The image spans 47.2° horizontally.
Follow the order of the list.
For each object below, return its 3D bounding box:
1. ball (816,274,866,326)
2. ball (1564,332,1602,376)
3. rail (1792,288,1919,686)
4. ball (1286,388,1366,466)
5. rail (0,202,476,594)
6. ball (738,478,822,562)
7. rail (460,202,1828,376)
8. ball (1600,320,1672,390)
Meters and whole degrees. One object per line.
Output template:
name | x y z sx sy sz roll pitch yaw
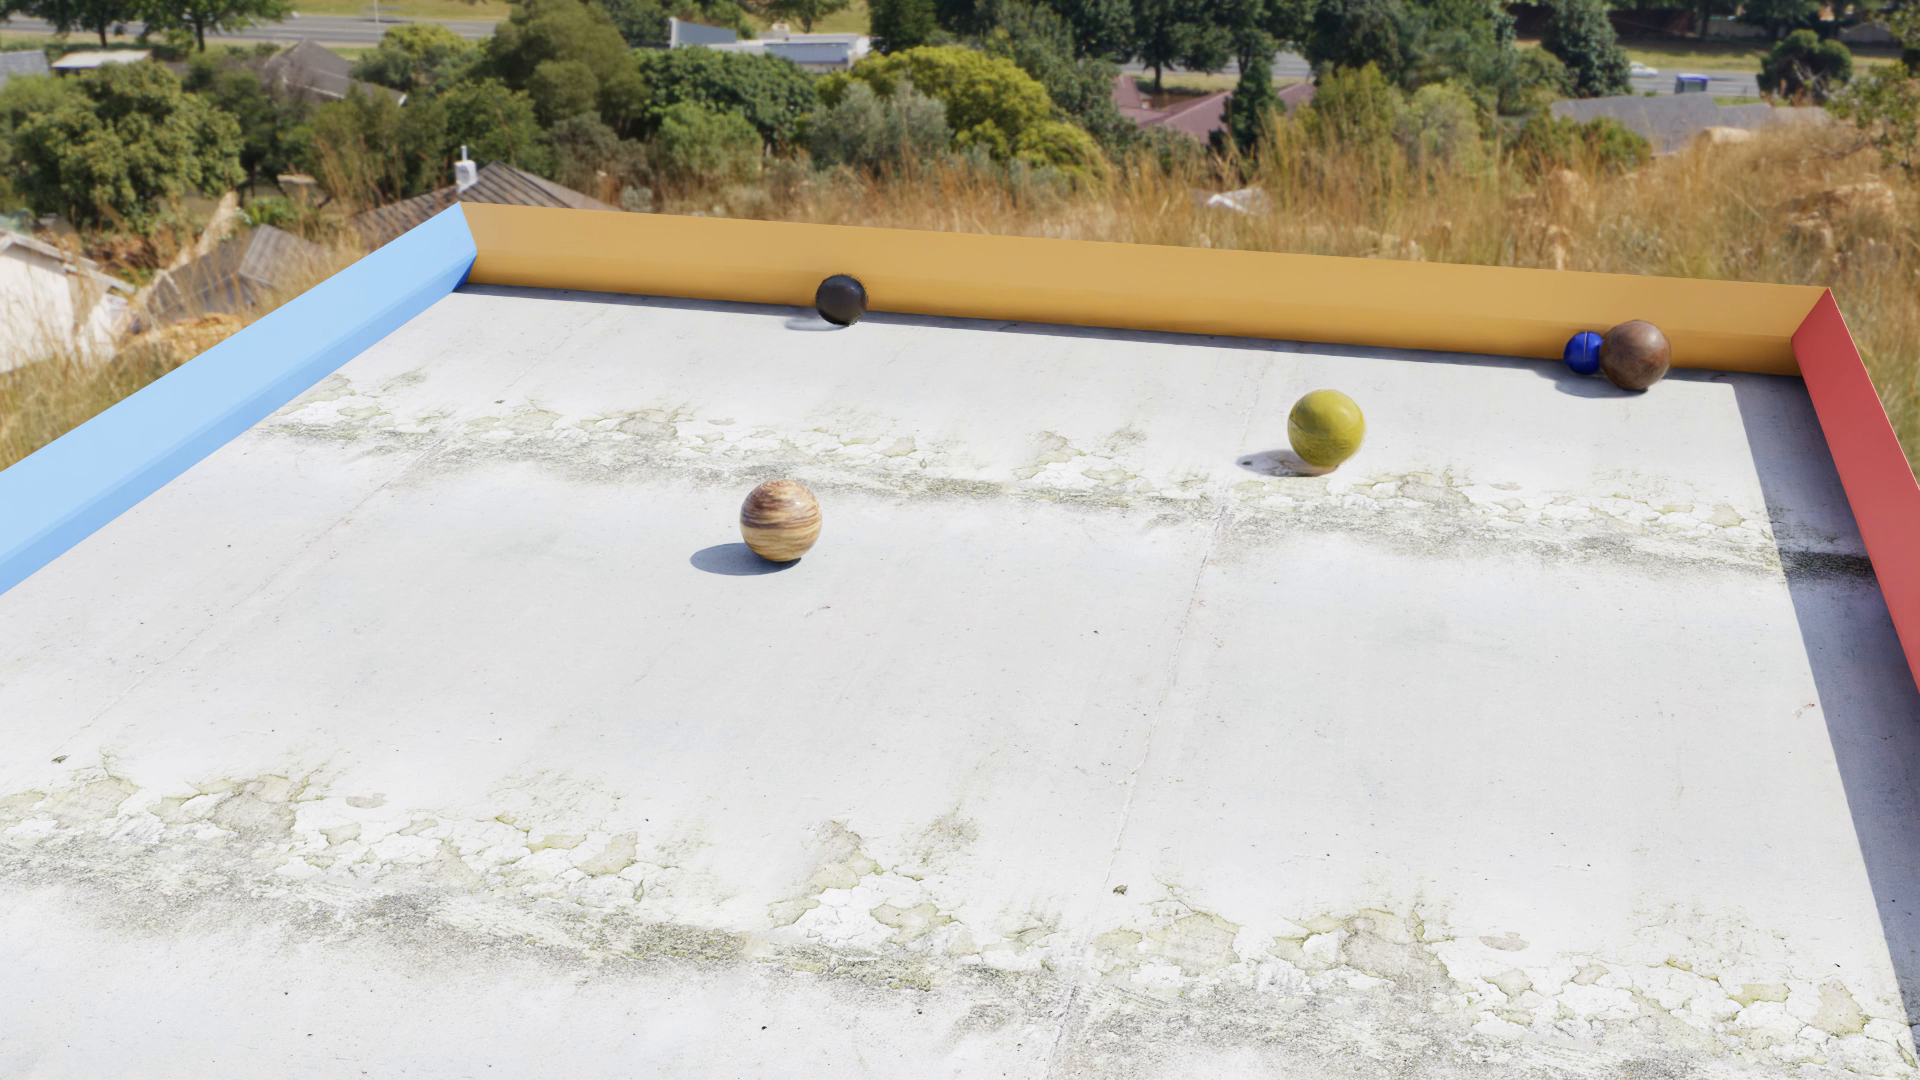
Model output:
ball | -0.175 -0.354 3.238 0.075 0.075 0.075 0 24 0
ball | 0.864 -0.257 3.036 0.060 0.060 0.060 0 24 0
rail | 0.752 0.421 1.394 0.045 0.127 3.634 5 24 12
ball | 0.452 -0.139 2.720 0.096 0.096 0.096 0 24 0
rail | -1.159 0.246 1.796 0.045 0.127 3.634 5 24 12
ball | -0.200 -0.022 2.454 0.093 0.093 0.093 0 24 0
rail | 0.198 -0.366 3.198 2.008 0.127 0.045 5 24 12
ball | 0.915 -0.251 2.977 0.095 0.095 0.095 0 24 0
